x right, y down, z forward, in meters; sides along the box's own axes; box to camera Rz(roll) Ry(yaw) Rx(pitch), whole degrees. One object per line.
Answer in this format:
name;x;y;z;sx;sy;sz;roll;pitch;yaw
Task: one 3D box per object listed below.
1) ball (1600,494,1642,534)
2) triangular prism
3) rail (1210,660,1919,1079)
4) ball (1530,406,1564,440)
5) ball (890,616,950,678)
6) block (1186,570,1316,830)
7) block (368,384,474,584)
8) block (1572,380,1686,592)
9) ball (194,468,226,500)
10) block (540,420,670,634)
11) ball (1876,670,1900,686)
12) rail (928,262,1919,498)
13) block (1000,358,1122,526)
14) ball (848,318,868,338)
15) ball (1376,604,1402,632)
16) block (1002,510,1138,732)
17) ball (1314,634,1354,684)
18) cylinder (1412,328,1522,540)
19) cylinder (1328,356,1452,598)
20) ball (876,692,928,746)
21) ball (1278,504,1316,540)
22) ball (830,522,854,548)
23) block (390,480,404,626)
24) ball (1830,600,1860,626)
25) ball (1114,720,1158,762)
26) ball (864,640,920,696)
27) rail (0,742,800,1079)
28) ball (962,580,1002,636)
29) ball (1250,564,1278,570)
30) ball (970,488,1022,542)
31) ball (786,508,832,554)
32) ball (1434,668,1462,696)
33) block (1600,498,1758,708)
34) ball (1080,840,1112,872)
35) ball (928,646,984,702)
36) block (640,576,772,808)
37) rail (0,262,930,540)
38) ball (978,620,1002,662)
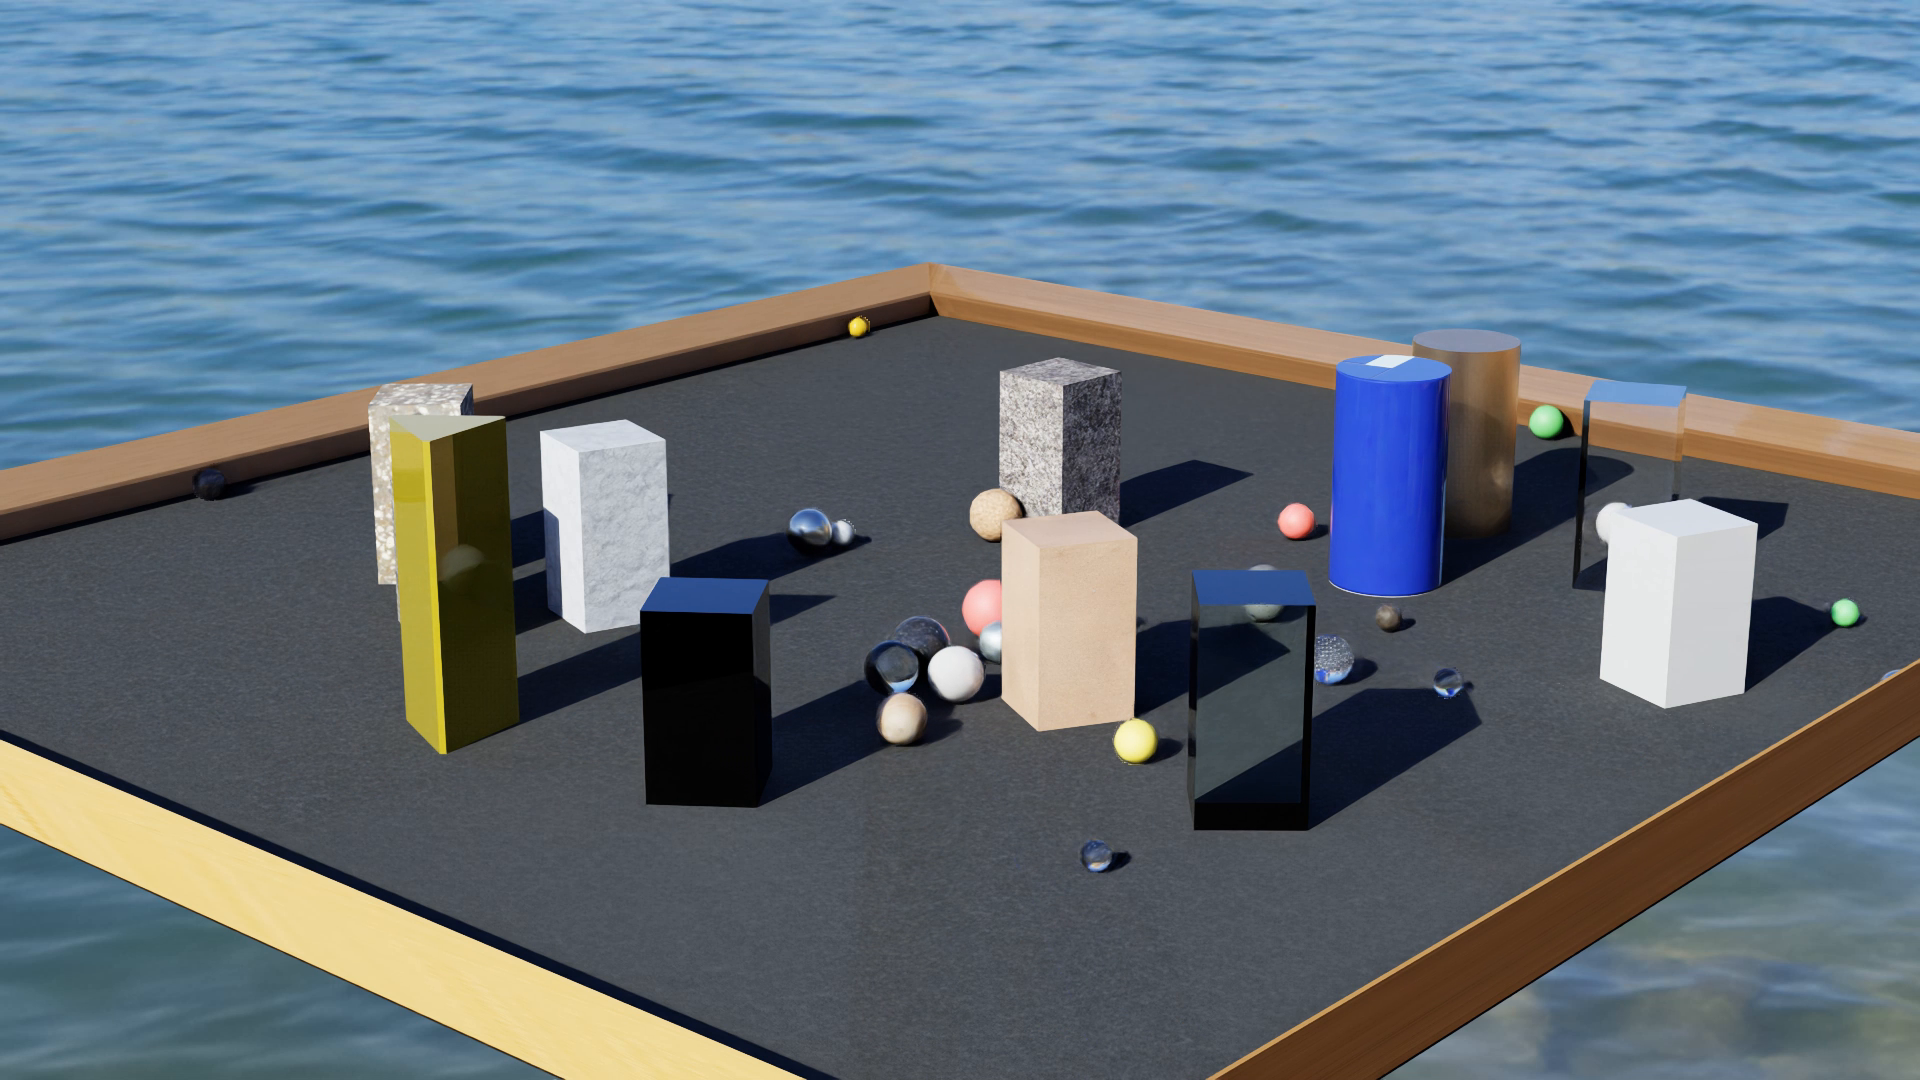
ball;1.232;-0.044;5.458;0.082;0.082;0.082;0;17;0
triangular prism;-0.791;0.056;4.429;0.149;0.484;0.172;11;20;31
rail;1.165;0.324;4.151;0.045;0.129;3.369;14;22;39
ball;1.231;-0.247;6.151;0.071;0.071;0.071;0;17;0
ball;-0.065;0.172;4.711;0.100;0.100;0.100;0;17;0
block;0.408;0.225;4.133;0.159;0.332;0.159;0;17;1
block;-0.952;-0.101;5.227;0.159;0.326;0.159;0;17;-1
block;1.180;-0.092;5.169;0.159;0.342;0.159;6;18;18
ball;-1.462;-0.110;5.714;0.062;0.062;0.062;0;17;0
block;-0.603;-0.025;4.993;0.159;0.315;0.159;-10;19;-29
ball;1.457;0.236;4.550;0.070;0.070;0.070;0;17;0
rail;1.089;-0.329;6.321;3.133;0.129;0.045;14;22;39
block;0.187;-0.165;5.469;0.159;0.308;0.159;16;23;43
ball;-0.247;-0.513;7.076;0.048;0.048;0.048;0;17;0
ball;0.723;0.131;4.942;0.046;0.046;0.046;0;17;0
block;0.167;0.123;4.539;0.159;0.292;0.159;-6;18;-19
ball;0.588;0.190;4.684;0.080;0.080;0.080;0;17;0
cylinder;0.943;-0.201;5.504;0.199;0.356;0.199;0;17;0
cylinder;0.756;-0.114;5.161;0.199;0.387;0.199;0;17;0
ball;-0.088;0.270;4.422;0.079;0.079;0.079;0;17;0
ball;0.626;-0.034;5.451;0.068;0.068;0.068;0;17;0
ball;-0.221;-0.010;5.403;0.049;0.049;0.049;0;17;0
block;-0.853;0.030;4.924;0.159;0.249;0.159;-7;18;-22
ball;1.498;0.124;4.963;0.047;0.047;0.047;0;17;0
ball;0.261;0.298;4.352;0.065;0.065;0.065;0;17;0
ball;-0.108;0.202;4.633;0.087;0.087;0.087;0;17;0
rail;-1.089;0.394;3.919;3.133;0.129;0.045;14;22;39
ball;0.053;0.116;4.898;0.099;0.099;0.099;0;17;0
ball;0.523;0.083;5.039;0.082;0.082;0.082;0;17;0
ball;0.065;-0.046;5.440;0.097;0.097;0.097;0;17;0
ball;-0.276;-0.015;5.361;0.084;0.084;0.084;0;17;0
ball;0.770;0.225;4.629;0.045;0.045;0.045;0;17;0
block;1.136;0.099;4.643;0.159;0.280;0.159;-8;19;-25
ball;0.183;0.427;3.962;0.044;0.044;0.044;0;17;0
ball;-0.007;0.210;4.602;0.089;0.089;0.089;0;17;0
block;-0.363;0.218;4.225;0.159;0.292;0.159;1;17;5
rail;-1.165;-0.259;6.088;0.045;0.129;3.369;14;22;39
ball;0.065;0.166;4.785;0.069;0.069;0.069;0;17;0
